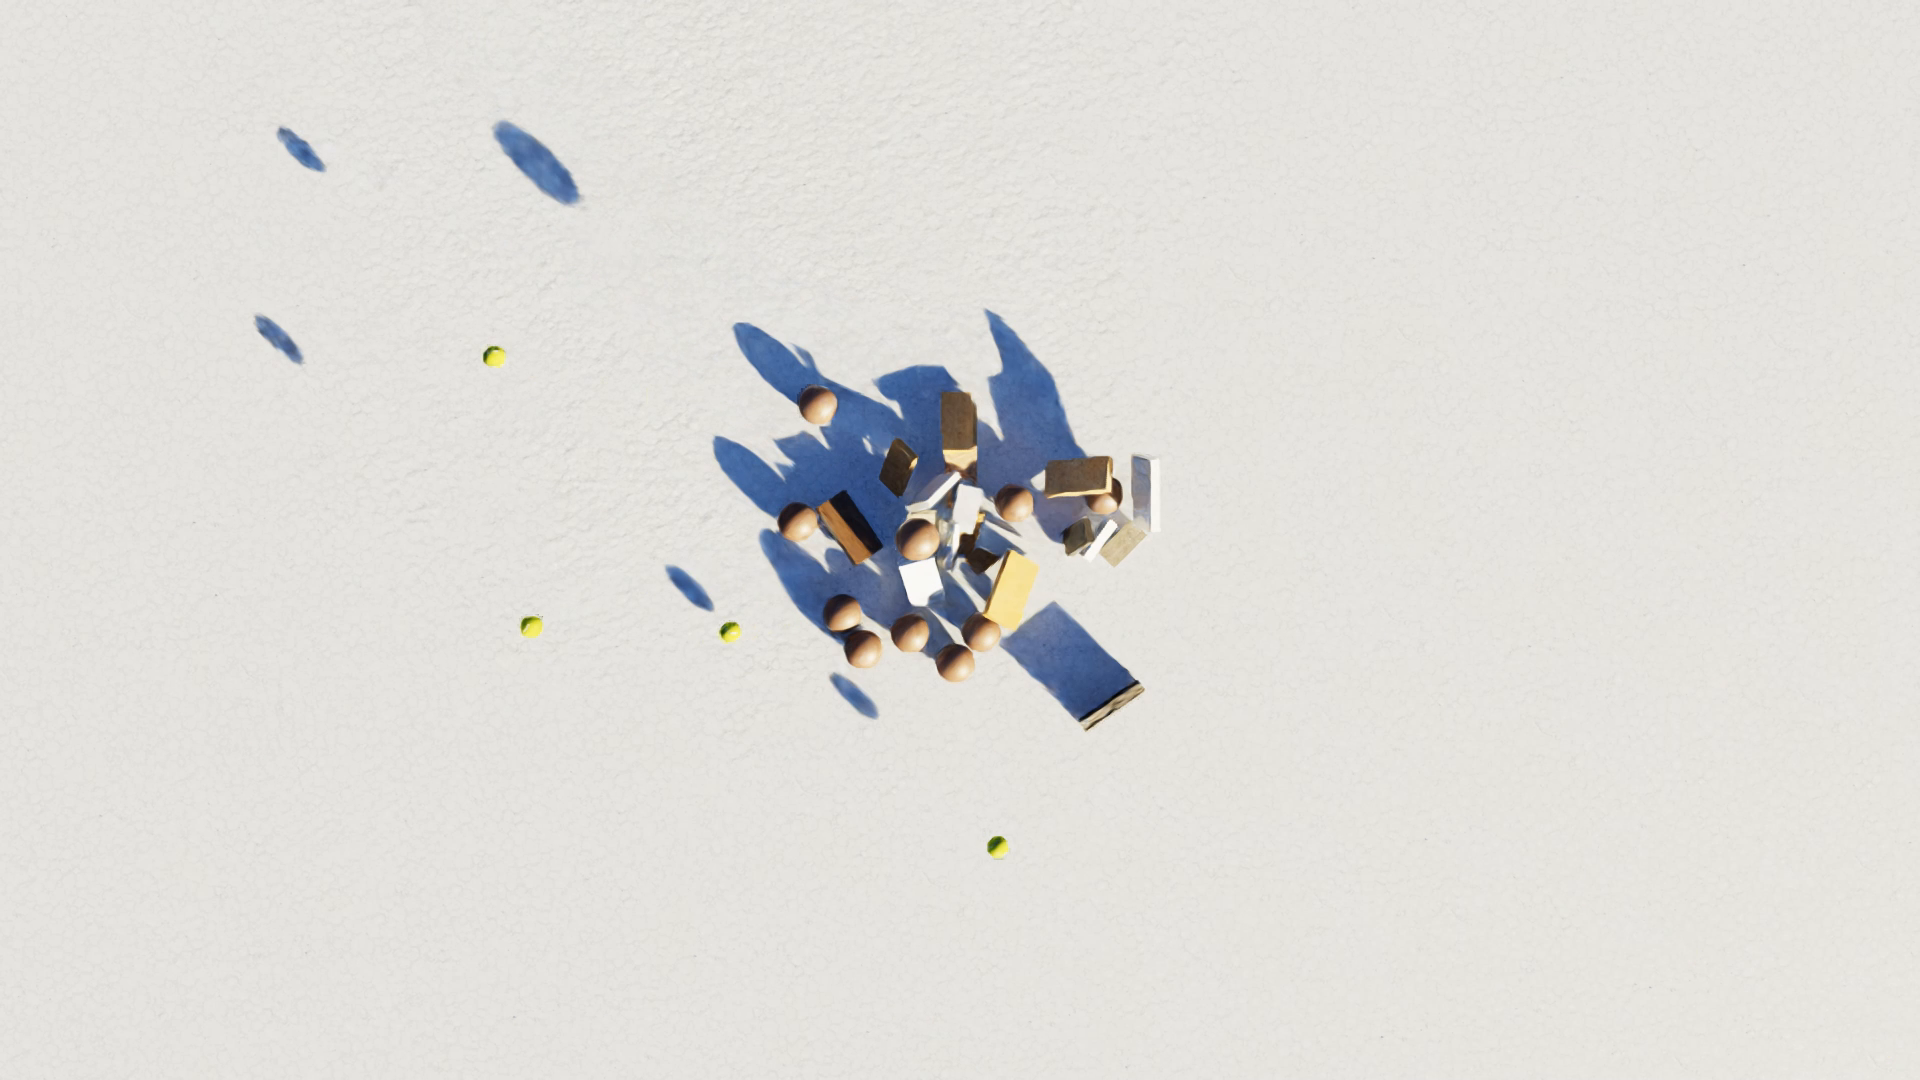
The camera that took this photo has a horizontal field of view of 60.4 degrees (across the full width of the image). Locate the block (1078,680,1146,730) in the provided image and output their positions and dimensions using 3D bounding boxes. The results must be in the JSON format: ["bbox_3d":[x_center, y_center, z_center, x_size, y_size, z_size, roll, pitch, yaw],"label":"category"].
[{"bbox_3d":[0.499,0.544,5.433,0.237,0.118,0.034,-34,89,1],"label":"block"}]

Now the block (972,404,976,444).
[{"bbox_3d":[0.004,-0.347,5.485,0.103,0.029,0.205,0,90,0],"label":"block"}]

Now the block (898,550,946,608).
[{"bbox_3d":[-0.125,0.130,5.400,0.116,0.231,0.033,-15,51,0],"label":"block"}]

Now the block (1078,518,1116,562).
[{"bbox_3d":[0.457,-0.001,5.456,0.021,0.076,0.151,36,91,27],"label":"block"}]

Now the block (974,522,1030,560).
[{"bbox_3d":[0.141,0.014,5.461,0.169,0.024,0.085,27,75,-7],"label":"block"}]

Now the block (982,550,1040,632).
[{"bbox_3d":[0.168,0.165,5.395,0.118,0.034,0.237,30,69,-22],"label":"block"}]

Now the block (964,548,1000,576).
[{"bbox_3d":[0.095,0.046,5.470,0.151,0.021,0.076,-37,90,-15],"label":"block"}]

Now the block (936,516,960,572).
[{"bbox_3d":[-0.046,0.012,5.431,0.085,0.024,0.169,22,121,36],"label":"block"}]

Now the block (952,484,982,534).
[{"bbox_3d":[0.021,-0.102,5.417,0.077,0.022,0.153,13,99,0],"label":"block"}]

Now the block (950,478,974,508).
[{"bbox_3d":[0.013,-0.126,5.455,0.076,0.022,0.153,-8,108,2],"label":"block"}]

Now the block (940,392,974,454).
[{"bbox_3d":[-0.009,-0.387,5.434,0.103,0.029,0.205,-2,71,-1],"label":"block"}]

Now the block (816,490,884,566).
[{"bbox_3d":[-0.365,-0.039,5.462,0.116,0.033,0.231,-35,90,-23],"label":"block"}]

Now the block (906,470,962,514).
[{"bbox_3d":[-0.086,-0.157,5.367,0.097,0.194,0.028,-14,113,41],"label":"block"}]

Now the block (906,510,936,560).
[{"bbox_3d":[-0.127,0.021,5.429,0.097,0.028,0.254,1,117,1],"label":"block"}]

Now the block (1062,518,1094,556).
[{"bbox_3d":[0.386,-0.009,5.409,0.024,0.171,0.085,-5,76,-22],"label":"block"}]

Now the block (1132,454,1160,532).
[{"bbox_3d":[0.601,-0.152,5.337,0.034,0.118,0.237,-8,104,-23],"label":"block"}]

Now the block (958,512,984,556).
[{"bbox_3d":[0.022,-0.027,5.464,0.076,0.022,0.153,16,107,-6],"label":"block"}]

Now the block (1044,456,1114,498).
[{"bbox_3d":[0.388,-0.207,5.411,0.231,0.033,0.116,-4,73,32],"label":"block"}]

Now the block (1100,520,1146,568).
[{"bbox_3d":[0.541,0.013,5.489,0.076,0.021,0.151,45,90,0],"label":"block"}]

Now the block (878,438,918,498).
[{"bbox_3d":[-0.203,-0.236,5.405,0.028,0.194,0.097,-31,68,-36],"label":"block"}]

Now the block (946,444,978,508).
[{"bbox_3d":[0.005,-0.213,5.461,0.103,0.029,0.205,-2,104,0],"label":"block"}]
